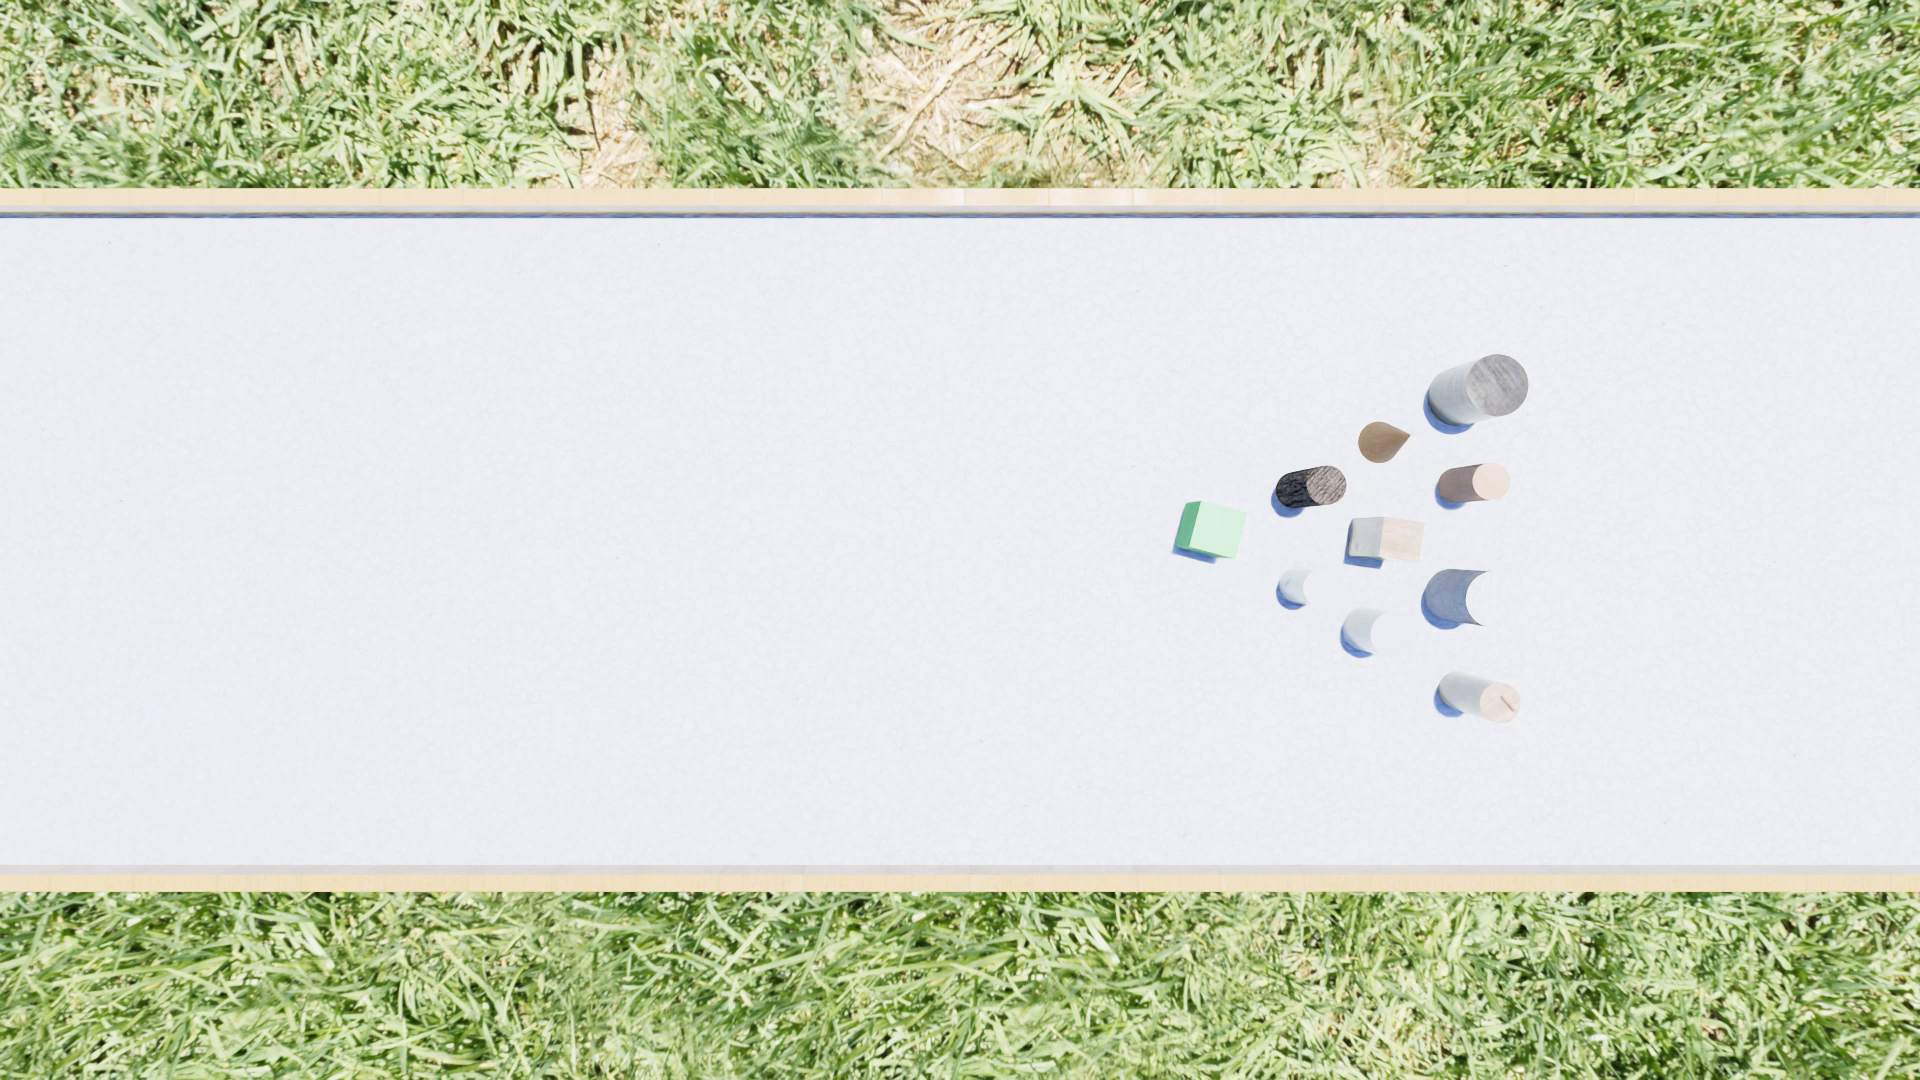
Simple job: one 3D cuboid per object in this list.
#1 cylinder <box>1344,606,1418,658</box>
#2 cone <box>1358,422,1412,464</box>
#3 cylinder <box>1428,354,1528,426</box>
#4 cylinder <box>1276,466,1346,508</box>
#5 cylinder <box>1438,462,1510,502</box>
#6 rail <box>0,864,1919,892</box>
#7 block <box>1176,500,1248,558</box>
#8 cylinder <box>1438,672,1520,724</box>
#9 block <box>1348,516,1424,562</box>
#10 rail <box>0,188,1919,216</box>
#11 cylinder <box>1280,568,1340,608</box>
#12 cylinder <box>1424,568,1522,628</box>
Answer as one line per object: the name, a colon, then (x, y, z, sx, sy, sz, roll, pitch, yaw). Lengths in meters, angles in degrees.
cylinder: (1.247, 0.272, 4.907, 0.135, 0.338, 0.135, 0, 90, 0)
cone: (1.290, -0.301, 4.894, 0.129, 0.365, 0.129, 0, 90, 0)
cylinder: (1.527, -0.440, 4.882, 0.178, 0.389, 0.178, 0, 90, 0)
cylinder: (1.028, -0.154, 4.848, 0.112, 0.456, 0.112, 0, 90, 0)
cylinder: (1.525, -0.168, 4.904, 0.108, 0.345, 0.108, 0, 90, 0)
rail: (-2.247, 1.025, 5.001, 12.000, 0.150, 0.050, 0, 90, 0)
block: (0.745, -0.030, 4.916, 0.138, 0.322, 0.138, 15, 90, 0)
cylinder: (1.529, 0.462, 4.872, 0.116, 0.409, 0.116, 0, 90, 0)
block: (1.257, -0.001, 4.885, 0.115, 0.384, 0.115, 8, 90, 0)
rail: (-2.247, -1.025, 5.002, 12.000, 0.150, 0.050, 0, 90, 0)
cylinder: (1.037, 0.138, 4.901, 0.108, 0.352, 0.108, 0, 90, 0)
cylinder: (1.511, 0.168, 4.870, 0.160, 0.413, 0.160, 0, 90, 0)
